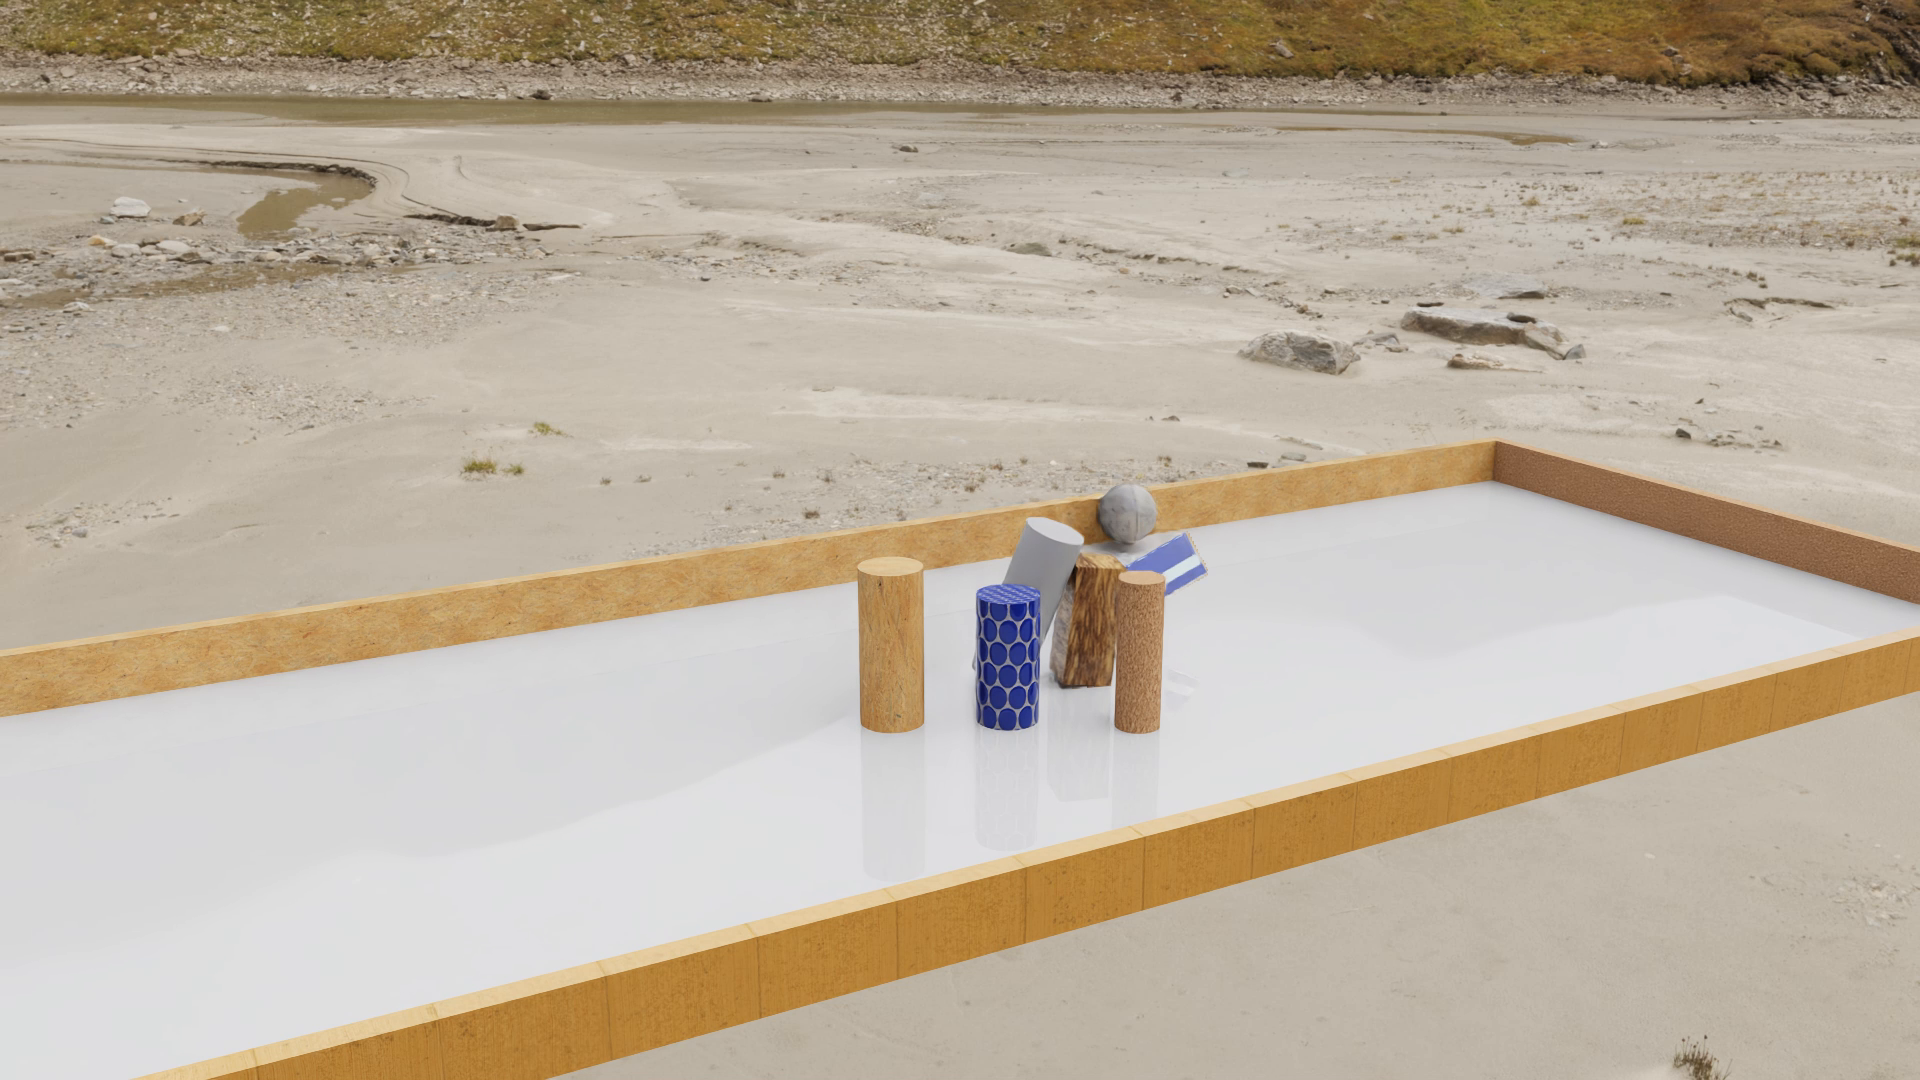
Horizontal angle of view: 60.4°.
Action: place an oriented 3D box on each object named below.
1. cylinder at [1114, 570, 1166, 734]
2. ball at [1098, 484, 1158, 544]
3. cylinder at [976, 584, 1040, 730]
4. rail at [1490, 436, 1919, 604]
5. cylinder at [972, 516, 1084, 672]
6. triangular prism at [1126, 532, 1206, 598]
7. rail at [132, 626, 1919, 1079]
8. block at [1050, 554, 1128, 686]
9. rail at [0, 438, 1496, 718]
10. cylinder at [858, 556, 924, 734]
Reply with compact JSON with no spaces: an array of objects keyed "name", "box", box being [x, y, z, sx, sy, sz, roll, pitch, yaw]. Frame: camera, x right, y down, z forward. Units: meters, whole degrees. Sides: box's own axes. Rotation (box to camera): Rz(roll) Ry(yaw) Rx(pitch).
[{"name":"cylinder","box":[0.416,0.260,3.825,0.107,0.364,0.107,0,16,0]},{"name":"ball","box":[0.531,-0.084,5.232,0.188,0.188,0.188,0,16,0]},{"name":"cylinder","box":[0.112,0.274,3.872,0.151,0.310,0.151,0,16,0]},{"name":"rail","box":[2.466,-0.048,5.253,0.050,0.150,2.100,-9,18,-27]},{"name":"cylinder","box":[0.165,0.155,4.065,0.149,0.403,0.149,18,19,-7]},{"name":"triangular prism","box":[0.464,0.116,4.476,0.388,0.107,0.124,-29,32,-12]},{"name":"rail","box":[-2.336,1.006,1.665,12.000,0.150,0.050,-9,18,-27]},{"name":"block","box":[0.318,0.198,4.122,0.127,0.304,0.127,3,15,-14]},{"name":"rail","box":[-3.305,0.497,3.399,12.000,0.150,0.050,-9,18,-27]},{"name":"cylinder","box":[-0.160,0.244,3.847,0.152,0.383,0.152,0,16,0]}]
